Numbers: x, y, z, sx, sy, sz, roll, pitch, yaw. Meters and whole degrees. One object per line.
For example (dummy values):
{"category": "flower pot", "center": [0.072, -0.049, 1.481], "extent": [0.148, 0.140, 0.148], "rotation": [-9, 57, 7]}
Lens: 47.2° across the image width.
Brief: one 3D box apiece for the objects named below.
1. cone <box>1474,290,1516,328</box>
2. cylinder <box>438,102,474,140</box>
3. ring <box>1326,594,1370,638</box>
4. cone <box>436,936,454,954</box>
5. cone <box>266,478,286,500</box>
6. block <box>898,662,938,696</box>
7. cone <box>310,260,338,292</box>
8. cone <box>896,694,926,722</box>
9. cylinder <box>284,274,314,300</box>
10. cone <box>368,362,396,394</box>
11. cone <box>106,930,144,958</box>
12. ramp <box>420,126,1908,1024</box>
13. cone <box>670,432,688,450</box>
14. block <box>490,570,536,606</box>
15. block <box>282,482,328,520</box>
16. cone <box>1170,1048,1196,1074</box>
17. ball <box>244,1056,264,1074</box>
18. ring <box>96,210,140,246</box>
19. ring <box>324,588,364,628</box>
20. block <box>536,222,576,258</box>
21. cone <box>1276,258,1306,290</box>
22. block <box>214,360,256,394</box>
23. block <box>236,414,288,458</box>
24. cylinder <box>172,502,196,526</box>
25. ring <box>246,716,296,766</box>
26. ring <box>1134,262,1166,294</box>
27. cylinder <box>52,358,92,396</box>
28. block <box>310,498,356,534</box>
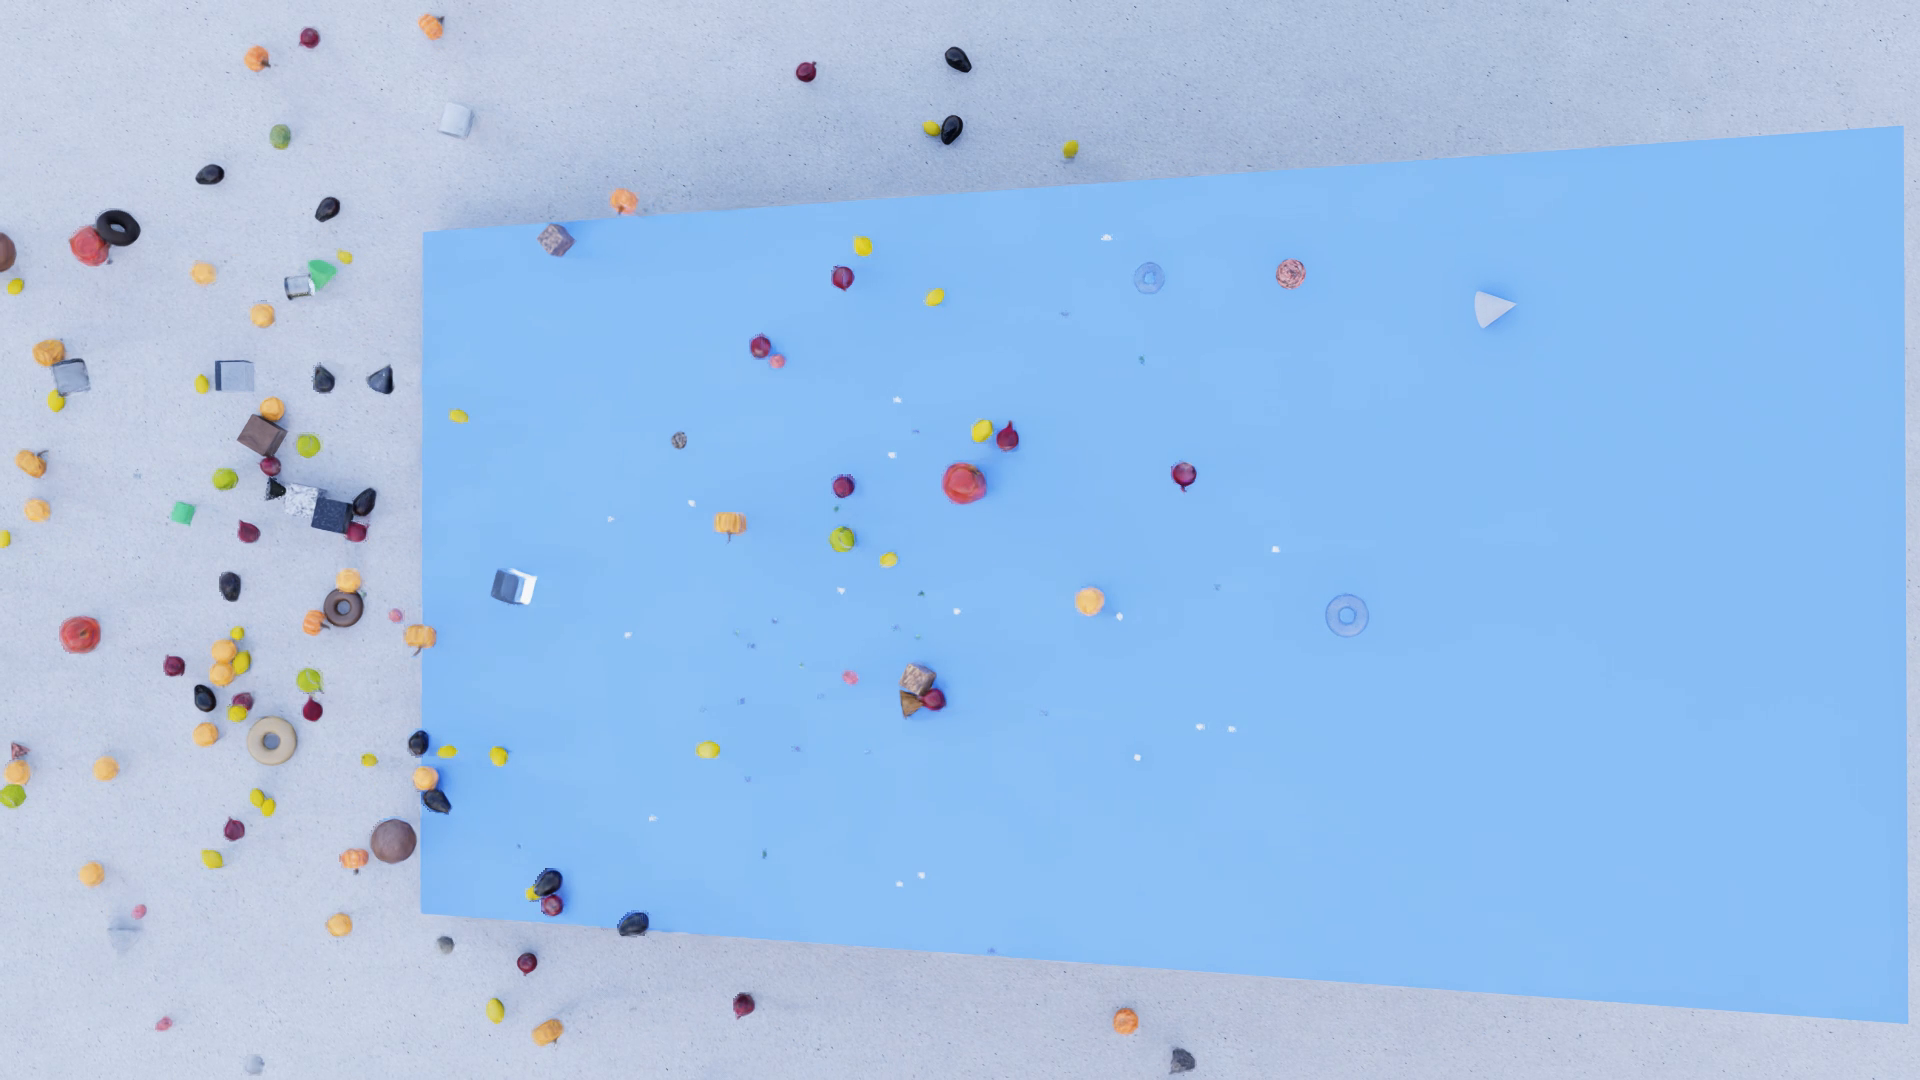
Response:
{"category": "cone", "center": [1.282, -0.555, 5.229], "extent": [0.089, 0.089, 0.089], "rotation": [-9, 89, -4]}
{"category": "cylinder", "center": [-1.491, -1.240, 6.518], "extent": [0.085, 0.085, 0.085], "rotation": [17, 89, 0]}
{"category": "ring", "center": [0.944, 0.185, 5.365], "extent": [0.109, 0.036, 0.109], "rotation": [0, 90, 22]}
{"category": "cone", "center": [-1.530, 1.204, 6.503], "extent": [0.056, 0.056, 0.056], "rotation": [0, 89, 0]}
{"category": "cone", "center": [-2.019, -0.145, 6.531], "extent": [0.072, 0.072, 0.072], "rotation": [10, 89, -26]}
{"category": "block", "center": [-0.111, 0.365, 5.794], "extent": [0.064, 0.064, 0.064], "rotation": [29, 100, 21]}
{"category": "cone", "center": [-1.902, -0.772, 6.536], "extent": [0.085, 0.085, 0.085], "rotation": [26, 116, 0]}
{"category": "cone", "center": [-0.114, 0.429, 5.810], "extent": [0.080, 0.080, 0.080], "rotation": [-24, 89, -26]}
{"category": "cylinder", "center": [-1.958, -0.750, 6.520], "extent": [0.070, 0.070, 0.070], "rotation": [-8, 89, 0]}
{"category": "cone", "center": [-1.695, -0.492, 6.492], "extent": [0.085, 0.085, 0.085], "rotation": [30, 124, 0]}
{"category": "cone", "center": [-2.461, 1.176, 6.509], "extent": [0.097, 0.097, 0.097], "rotation": [-23, 89, -27]}
{"category": "ramp", "center": [0.283, 0.085, 5.720], "extent": [4.000, 0.100, 2.000], "rotation": [0, 89, 23]}
{"category": "cone", "center": [-0.790, -0.278, 6.096], "extent": [0.050, 0.050, 0.050], "rotation": [0, 89, 23]}
{"category": "block", "center": [-1.276, 0.134, 6.279], "extent": [0.082, 0.082, 0.082], "rotation": [18, 96, 22]}
{"category": "block", "center": [-1.937, -0.114, 6.501], "extent": [0.093, 0.093, 0.093], "rotation": [12, 89, 0]}
{"category": "cone", "center": [0.641, 1.559, 6.508], "extent": [0.079, 0.079, 0.079], "rotation": [36, 116, 0]}
{"category": "ball", "center": [-2.086, 1.552, 6.498], "extent": [0.056, 0.056, 0.056], "rotation": [0, 89, 0]}
{"category": "ring", "center": [-2.492, -0.923, 6.508], "extent": [0.125, 0.125, 0.042], "rotation": [41, 134, 0]}
{"category": "ring", "center": [-1.829, 0.200, 6.523], "extent": [0.119, 0.040, 0.119], "rotation": [0, 88, 0]}
{"category": "block", "center": [-1.148, -0.852, 6.247], "extent": [0.064, 0.064, 0.064], "rotation": [-44, 74, 16]}
{"category": "cone", "center": [0.805, -0.659, 5.413], "extent": [0.076, 0.076, 0.076], "rotation": [0, 89, 23]}
{"category": "block", "center": [-2.145, -0.483, 6.507], "extent": [0.088, 0.088, 0.088], "rotation": [-1, 89, 0]}
{"category": "block", "center": [-2.063, -0.308, 6.504], "extent": [0.091, 0.091, 0.091], "rotation": [31, 89, 0]}
{"category": "cylinder", "center": [-2.302, -0.078, 6.519], "extent": [0.056, 0.056, 0.056], "rotation": [18, 89, 0]}
{"category": "ring", "center": [-2.038, 0.595, 6.514], "extent": [0.148, 0.049, 0.148], "rotation": [0, 91, 0]}
{"category": "ring", "center": [0.480, -0.663, 5.577], "extent": [0.083, 0.028, 0.083], "rotation": [0, 90, 22]}
{"category": "cylinder", "center": [-2.629, -0.480, 6.505], "extent": [0.091, 0.091, 0.091], "rotation": [-15, 89, 0]}
{"category": "block", "center": [-1.852, -0.072, 6.501], "extent": [0.091, 0.091, 0.091], "rotation": [13, 89, 0]}
